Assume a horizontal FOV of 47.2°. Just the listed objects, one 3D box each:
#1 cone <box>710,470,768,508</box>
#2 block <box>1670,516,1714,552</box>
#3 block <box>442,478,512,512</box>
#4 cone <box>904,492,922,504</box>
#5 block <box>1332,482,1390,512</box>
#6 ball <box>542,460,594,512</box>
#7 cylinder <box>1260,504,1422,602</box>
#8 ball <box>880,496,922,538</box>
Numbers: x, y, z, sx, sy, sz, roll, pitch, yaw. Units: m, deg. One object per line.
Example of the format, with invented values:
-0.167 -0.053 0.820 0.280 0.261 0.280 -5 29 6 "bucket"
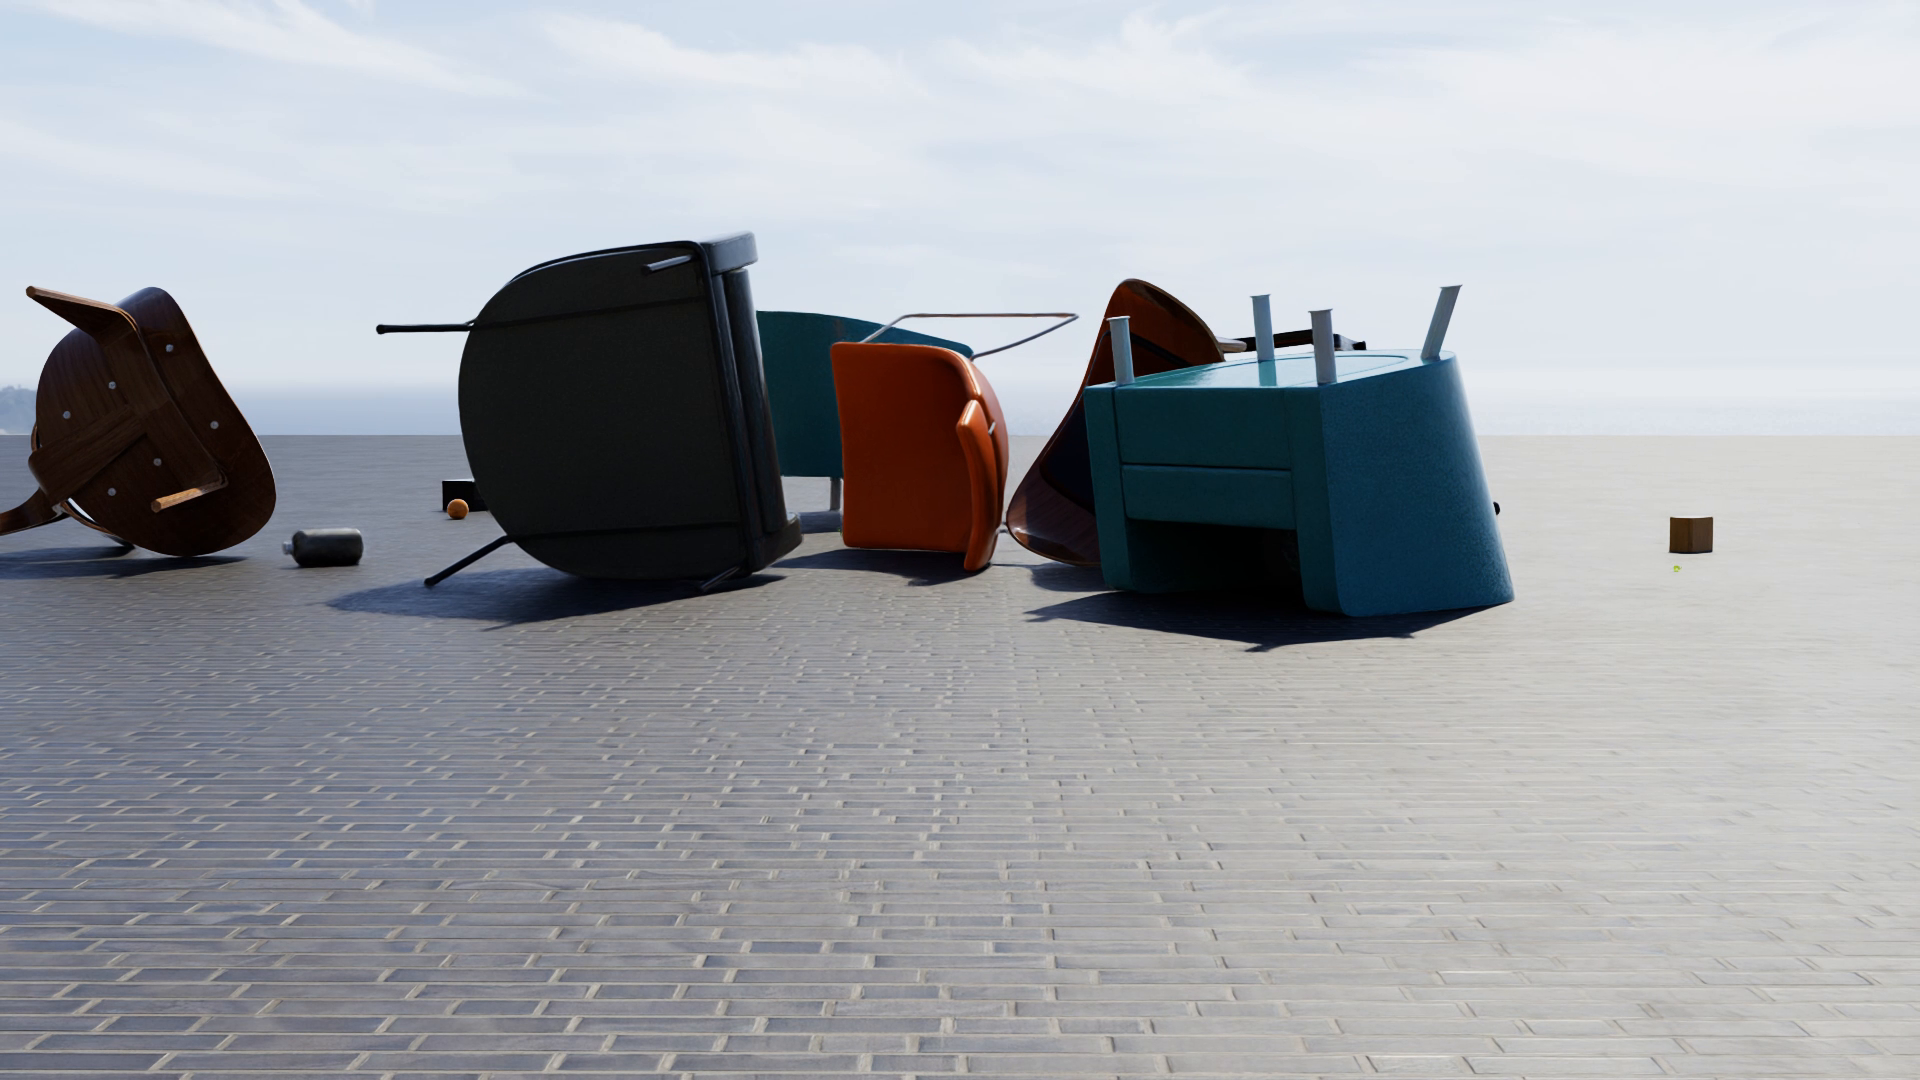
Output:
-0.839 -0.196 8.350 0.229 0.143 0.190 -1 4 -20 "cone"
2.035 -0.018 6.119 0.111 0.094 0.069 -4 5 -43 "block"
-1.799 -0.169 8.198 0.153 0.111 0.209 2 5 29 "block"
-0.179 -0.133 8.257 0.084 0.076 0.047 24 32 -37 "cone"
1.112 -0.064 6.105 0.106 0.188 0.158 -1 4 -10 "block"
-1.438 -0.198 8.060 0.188 0.188 0.188 0 4 0 "ball"
0.830 0.025 4.774 0.289 0.191 0.308 9 7 21 "cylinder"
-0.180 -0.072 6.668 0.127 0.127 0.127 0 4 0 "ball"
